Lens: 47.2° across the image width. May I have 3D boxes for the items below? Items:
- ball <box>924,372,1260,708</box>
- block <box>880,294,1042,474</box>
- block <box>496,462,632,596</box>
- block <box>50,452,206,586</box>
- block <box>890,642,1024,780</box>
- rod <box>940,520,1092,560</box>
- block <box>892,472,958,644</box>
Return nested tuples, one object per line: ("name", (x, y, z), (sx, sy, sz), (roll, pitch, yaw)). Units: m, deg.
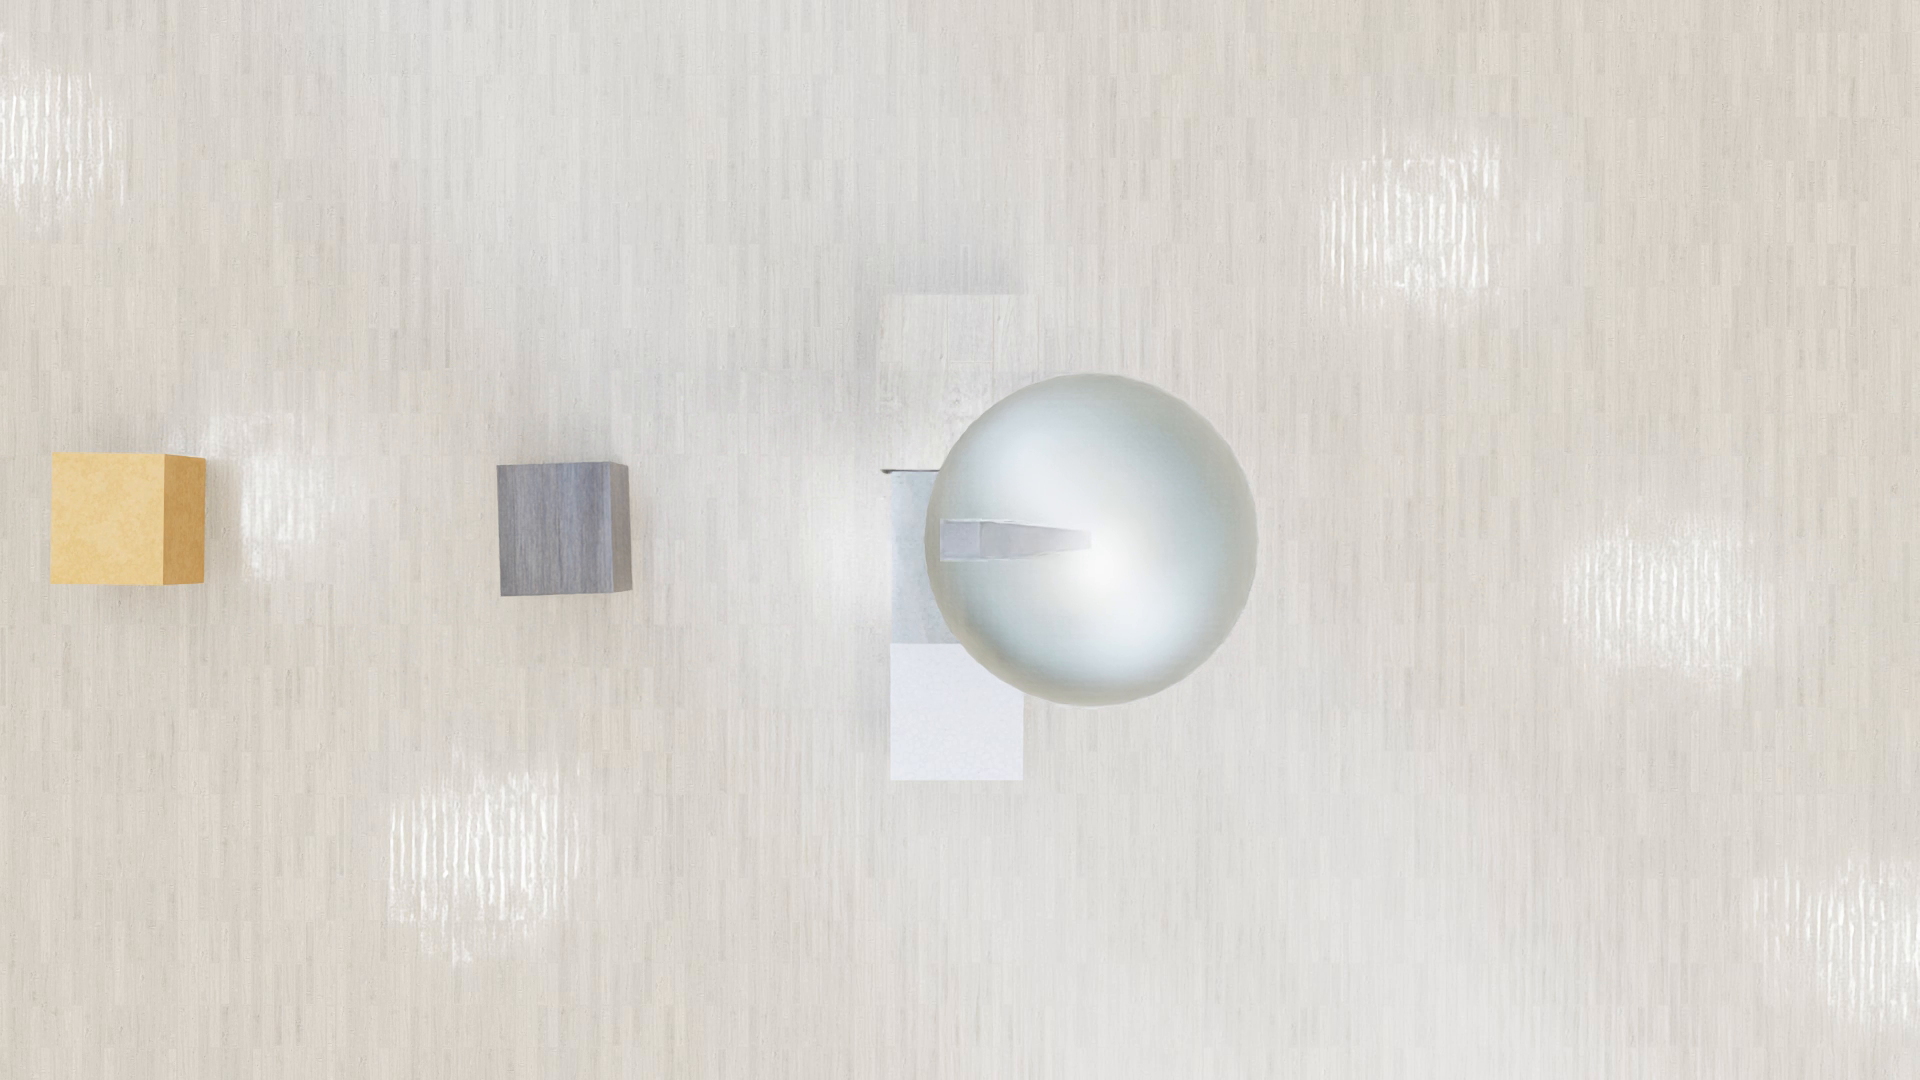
("ball", (0.624, 0.000, 10.511), (1.600, 1.600, 1.600), (0, 90, 0))
("block", (0.008, -0.868, 12.541), (0.896, 0.918, 0.962), (0, 90, 0))
("block", (-2.263, -0.061, 12.642), (0.631, 0.716, 0.735), (-2, 90, 0))
("block", (-4.779, -0.119, 12.664), (0.630, 0.673, 0.737), (1, 90, 0))
("block", (-0.018, 0.964, 12.673), (0.744, 0.654, 0.770), (0, 90, 0))
("rod", (0.270, 0.000, 7.129), (0.080, 5.200, 0.080), (0, 90, 6))
("block", (0.072, 0.096, 12.541), (0.898, 0.919, 0.946), (0, 90, 0))
